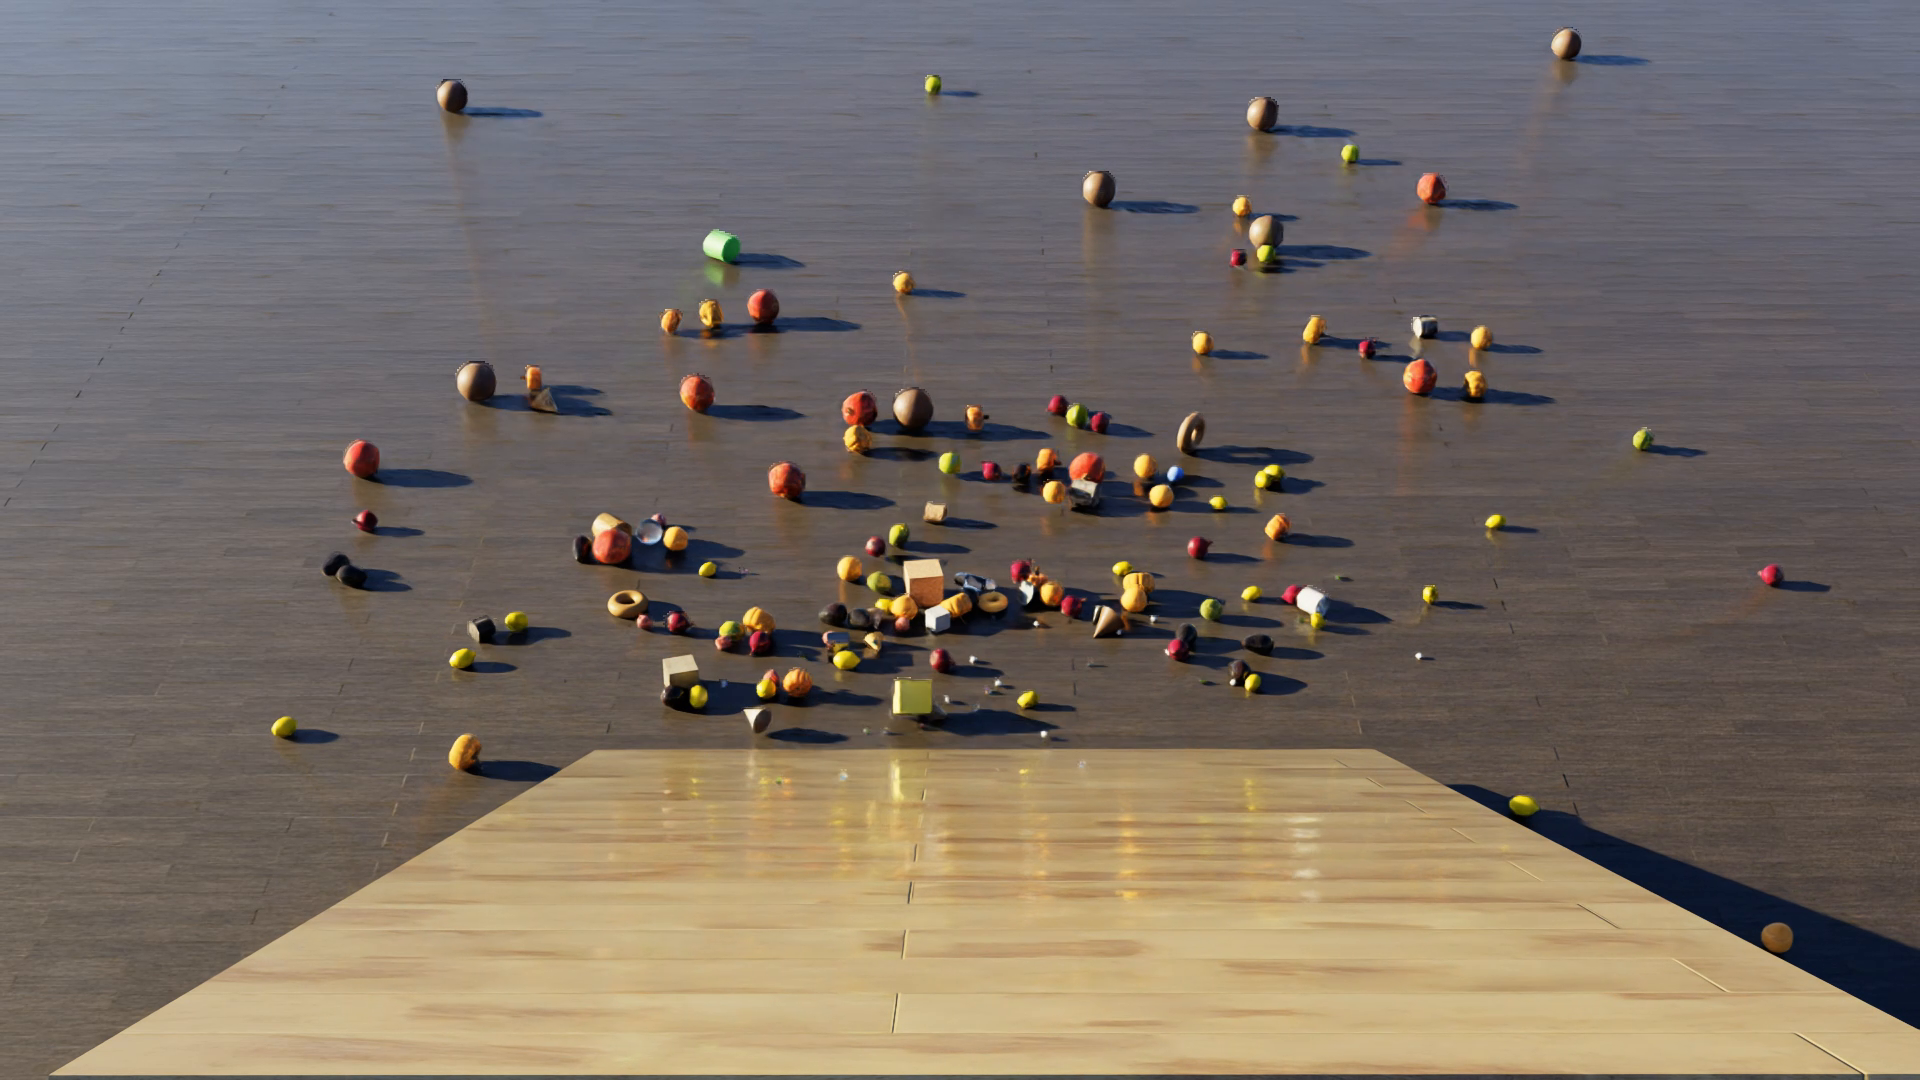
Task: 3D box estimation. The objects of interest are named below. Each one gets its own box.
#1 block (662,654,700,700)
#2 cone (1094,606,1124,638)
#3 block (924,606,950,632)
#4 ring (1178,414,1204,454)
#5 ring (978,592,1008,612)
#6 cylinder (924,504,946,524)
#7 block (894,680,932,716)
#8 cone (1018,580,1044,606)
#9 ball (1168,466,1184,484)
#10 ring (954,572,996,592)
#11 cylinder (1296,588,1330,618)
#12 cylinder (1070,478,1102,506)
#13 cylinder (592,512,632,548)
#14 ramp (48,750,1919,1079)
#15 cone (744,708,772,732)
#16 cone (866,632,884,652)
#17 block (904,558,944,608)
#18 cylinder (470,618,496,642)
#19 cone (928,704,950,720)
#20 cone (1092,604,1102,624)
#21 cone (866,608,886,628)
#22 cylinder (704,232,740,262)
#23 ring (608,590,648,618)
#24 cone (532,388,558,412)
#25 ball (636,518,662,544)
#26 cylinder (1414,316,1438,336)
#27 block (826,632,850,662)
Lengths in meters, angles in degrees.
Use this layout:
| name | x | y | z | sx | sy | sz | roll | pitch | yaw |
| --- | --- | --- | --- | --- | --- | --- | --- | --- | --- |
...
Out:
| name | x | y | z | sx | sy | sz | roll | pitch | yaw |
| --- | --- | --- | --- | --- | --- | --- | --- | --- | --- |
| block | -0.758 | 0.372 | 7.033 | 0.081 | 0.081 | 0.081 | -9 | 31 | -15 |
| cone | 0.405 | 0.247 | 7.295 | 0.086 | 0.086 | 0.086 | -45 | 47 | -17 |
| block | -0.064 | 0.224 | 7.323 | 0.051 | 0.051 | 0.051 | -20 | 35 | -31 |
| ring | 0.735 | -0.338 | 8.232 | 0.044 | 0.131 | 0.131 | 23 | 36 | 27 |
| ring | 0.093 | 0.178 | 7.426 | 0.088 | 0.029 | 0.088 | -1 | 31 | 0 |
| cylinder | -0.074 | -0.079 | 7.852 | 0.055 | 0.055 | 0.055 | 8 | 31 | 13 |
| block | -0.126 | 0.420 | 6.896 | 0.087 | 0.087 | 0.087 | 2 | -7 | -10 |
| cone | 0.218 | 0.161 | 7.452 | 0.074 | 0.074 | 0.074 | 15 | 20 | -31 |
| ball | 0.673 | -0.204 | 8.075 | 0.052 | 0.052 | 0.052 | 0 | 30 | 0 |
| ring | 0.043 | 0.123 | 7.469 | 0.123 | 0.041 | 0.123 | 14 | -2 | 0 |
| cylinder | 1.009 | 0.178 | 7.388 | 0.067 | 0.067 | 0.067 | -26 | 38 | -38 |
| cylinder | 0.386 | -0.145 | 7.948 | 0.074 | 0.074 | 0.074 | 12 | 32 | 19 |
| cylinder | -1.040 | -0.028 | 7.734 | 0.084 | 0.084 | 0.084 | -25 | 38 | -37 |
| ramp | 0.066 | 0.592 | 4.646 | 2.000 | 0.100 | 4.000 | 0 | 0 | 0 |
| cone | -0.549 | 0.464 | 6.864 | 0.072 | 0.072 | 0.072 | 27 | 39 | 34 |
| cone | -0.232 | 0.293 | 7.228 | 0.054 | 0.054 | 0.054 | -10 | 58 | -16 |
| block | -0.104 | 0.125 | 7.449 | 0.099 | 0.099 | 0.099 | -5 | 30 | -8 |
| cylinder | -1.344 | 0.251 | 7.275 | 0.052 | 0.052 | 0.052 | -25 | 38 | -35 |
| cone | -0.050 | 0.468 | 6.922 | 0.051 | 0.051 | 0.051 | 20 | 24 | -19 |
| cone | 0.390 | 0.222 | 7.354 | 0.054 | 0.054 | 0.054 | 20 | 62 | 32 |
| cone | -0.239 | 0.231 | 7.337 | 0.057 | 0.057 | 0.057 | -2 | 56 | -3 |
| cylinder | -0.883 | -1.085 | 9.583 | 0.095 | 0.095 | 0.095 | 22 | 36 | 34 |
| ring | -0.949 | 0.184 | 7.407 | 0.117 | 0.039 | 0.117 | 0 | 31 | 0 |
| cone | -1.349 | -0.442 | 8.506 | 0.085 | 0.085 | 0.085 | 37 | 40 | 11 |
| ball | -0.929 | -0.025 | 7.733 | 0.079 | 0.079 | 0.079 | 0 | 30 | 0 |
| cylinder | 1.624 | -0.744 | 9.015 | 0.062 | 0.062 | 0.062 | -9 | 31 | -16 |
| block | -0.338 | 0.298 | 7.183 | 0.061 | 0.061 | 0.061 | -3 | 30 | -5 |
